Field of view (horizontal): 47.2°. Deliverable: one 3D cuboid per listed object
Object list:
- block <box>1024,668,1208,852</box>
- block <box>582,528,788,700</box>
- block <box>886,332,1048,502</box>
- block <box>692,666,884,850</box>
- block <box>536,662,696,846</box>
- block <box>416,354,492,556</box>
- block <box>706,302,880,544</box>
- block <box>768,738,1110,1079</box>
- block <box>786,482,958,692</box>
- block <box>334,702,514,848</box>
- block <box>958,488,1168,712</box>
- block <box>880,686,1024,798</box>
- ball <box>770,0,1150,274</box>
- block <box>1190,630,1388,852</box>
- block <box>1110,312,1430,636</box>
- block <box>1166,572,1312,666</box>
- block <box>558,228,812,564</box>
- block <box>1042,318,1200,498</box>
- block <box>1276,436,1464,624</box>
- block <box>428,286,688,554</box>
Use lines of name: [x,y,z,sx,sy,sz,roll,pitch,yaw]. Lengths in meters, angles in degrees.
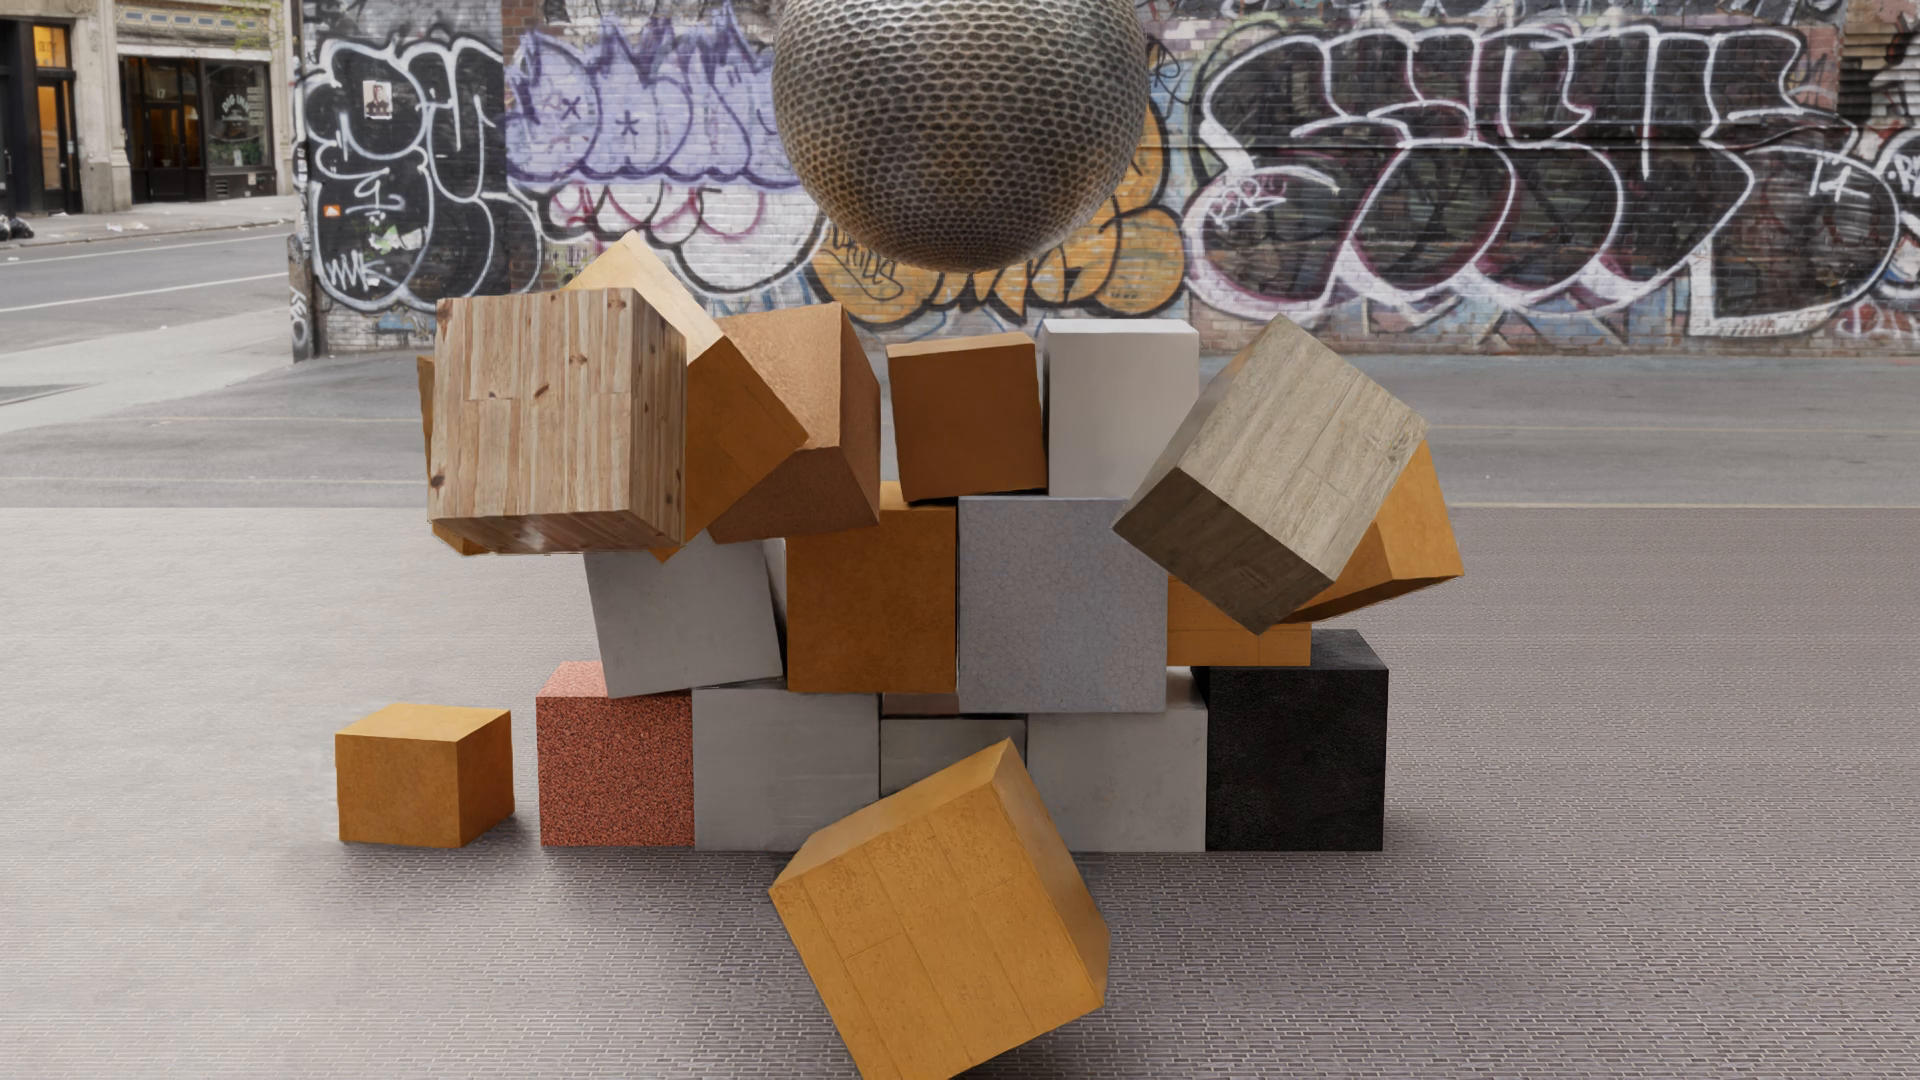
block: [0.779,1.120,11.363,0.888,0.730,0.892,0,10,0]
block: [-1.361,0.242,11.233,0.880,0.841,0.861,-8,10,2]
block: [0.023,-0.630,11.014,0.707,0.708,0.688,-6,10,-2]
block: [-0.864,1.069,11.374,0.919,0.828,0.895,0,10,0]
block: [-1.725,1.093,11.395,0.777,0.773,0.762,0,10,0]
block: [-2.097,-0.459,10.604,0.822,0.874,0.728,-8,12,-23]
block: [-0.865,-0.543,10.423,0.813,0.782,0.761,-7,-29,10]
block: [-0.043,1.393,8.195,0.887,0.876,0.983,-27,1,6]
block: [-0.429,0.221,11.180,0.825,0.910,0.906,0,10,1]
block: [-2.758,1.208,11.367,0.666,0.557,0.641,2,11,13]
block: [0.502,0.238,11.212,1.015,1.060,0.999,0,10,0]
block: [-0.037,1.156,11.385,0.721,0.653,0.692,0,10,0]
ball: [0.000,-1.935,9.329,1.600,1.600,1.600,0,10,0]
block: [1.673,1.016,11.369,0.882,0.933,0.916,0,10,0]
block: [1.199,-0.243,8.561,0.725,0.803,0.738,36,-24,-2]
block: [1.375,0.243,11.239,0.725,0.635,0.778,0,10,0]
block: [-1.365,-0.623,9.617,0.837,0.861,0.848,48,-2,36]
block: [0.788,-0.674,11.024,0.719,0.801,0.811,0,10,0]
block: [1.685,-0.087,9.923,0.770,0.755,0.662,-22,-12,38]
block: [-1.548,-0.447,8.591,0.778,0.859,0.714,-2,-12,9]
